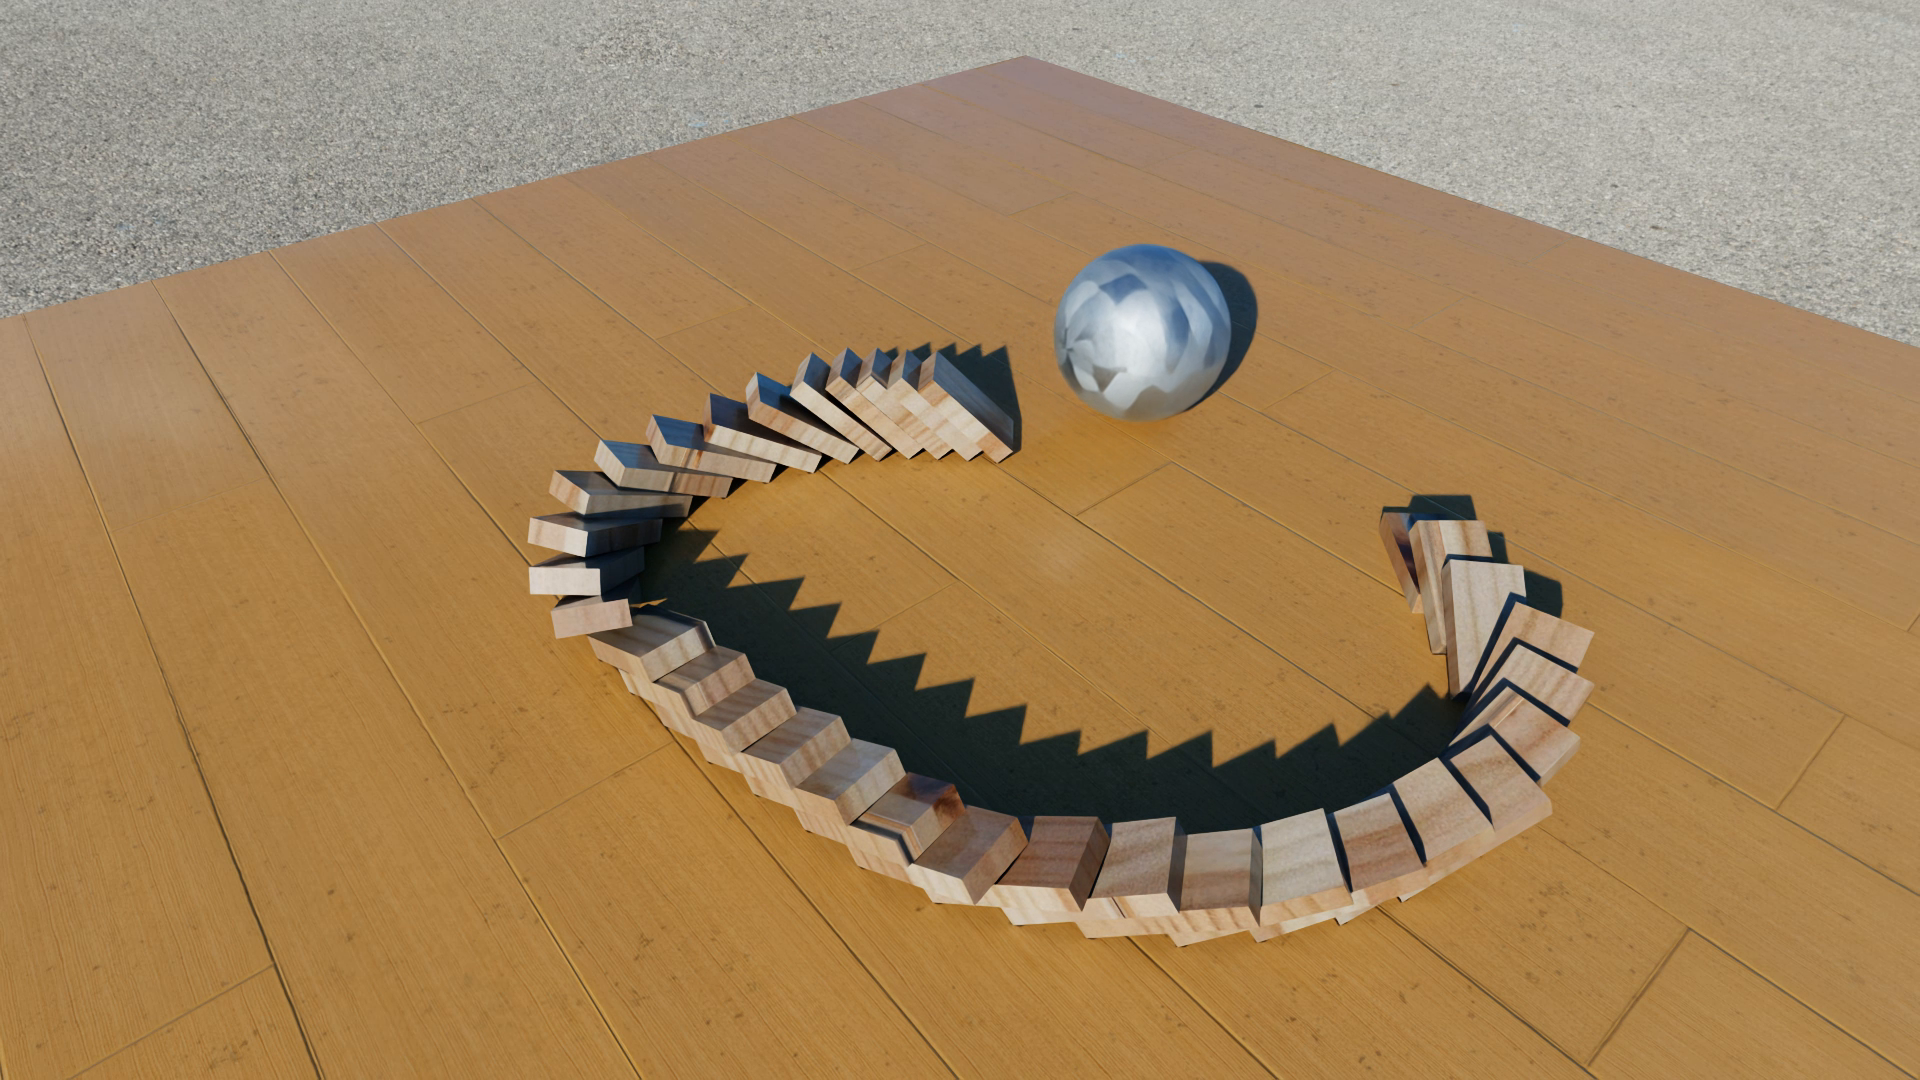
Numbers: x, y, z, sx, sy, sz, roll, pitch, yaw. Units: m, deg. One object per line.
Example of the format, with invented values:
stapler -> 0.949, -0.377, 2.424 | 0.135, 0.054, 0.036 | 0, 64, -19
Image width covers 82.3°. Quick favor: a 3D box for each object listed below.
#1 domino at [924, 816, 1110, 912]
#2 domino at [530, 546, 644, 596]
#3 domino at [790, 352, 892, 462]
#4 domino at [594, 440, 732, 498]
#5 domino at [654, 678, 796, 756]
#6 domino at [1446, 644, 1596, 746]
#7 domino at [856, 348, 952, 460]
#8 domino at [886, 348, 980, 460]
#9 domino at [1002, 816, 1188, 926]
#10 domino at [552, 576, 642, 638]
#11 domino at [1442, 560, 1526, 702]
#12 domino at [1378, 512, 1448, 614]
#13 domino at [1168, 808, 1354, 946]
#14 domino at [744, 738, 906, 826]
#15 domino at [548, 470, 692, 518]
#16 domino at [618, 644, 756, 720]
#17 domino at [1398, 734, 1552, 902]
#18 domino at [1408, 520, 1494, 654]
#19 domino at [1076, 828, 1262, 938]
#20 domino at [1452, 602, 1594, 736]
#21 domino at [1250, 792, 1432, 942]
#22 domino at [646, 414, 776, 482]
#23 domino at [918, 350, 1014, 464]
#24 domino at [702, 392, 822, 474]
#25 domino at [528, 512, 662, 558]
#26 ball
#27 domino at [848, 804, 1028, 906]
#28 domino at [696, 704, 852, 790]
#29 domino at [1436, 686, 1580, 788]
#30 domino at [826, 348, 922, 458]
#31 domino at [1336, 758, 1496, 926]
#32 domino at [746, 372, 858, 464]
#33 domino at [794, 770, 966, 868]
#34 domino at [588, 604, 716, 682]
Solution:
domino -> 0.015, 0.092, 0.314 | 0.050, 0.009, 0.025 | -9, 31, 35
domino -> -0.138, 0.011, 0.411 | 0.025, 0.009, 0.050 | 1, 9, 1
domino -> -0.051, -0.059, 0.491 | 0.050, 0.010, 0.025 | 37, 33, -23
domino -> -0.124, -0.030, 0.461 | 0.050, 0.010, 0.025 | 4, 27, -45
domino -> -0.078, 0.055, 0.360 | 0.025, 0.010, 0.050 | -32, 23, -32
domino -> 0.176, 0.061, 0.351 | 0.025, 0.010, 0.050 | 33, 78, 33
domino -> -0.023, -0.061, 0.492 | 0.010, 0.050, 0.025 | -36, 28, 28
domino -> -0.010, -0.060, 0.491 | 0.010, 0.050, 0.025 | -36, 29, 28
domino -> 0.038, 0.094, 0.311 | 0.050, 0.010, 0.025 | -14, 32, 27
domino -> -0.129, 0.024, 0.395 | 0.025, 0.009, 0.050 | -9, 9, -11
domino -> 0.186, 0.032, 0.388 | 0.025, 0.010, 0.050 | 5, 64, 6
domino -> 0.185, 0.009, 0.433 | 0.025, 0.010, 0.050 | 1, 39, 2
domino -> 0.082, 0.095, 0.310 | 0.050, 0.009, 0.025 | -21, 36, 18
domino -> -0.043, 0.072, 0.339 | 0.050, 0.010, 0.025 | 2, 30, 47
domino -> -0.137, -0.019, 0.447 | 0.025, 0.010, 0.050 | 29, 18, 32
domino -> -0.093, 0.045, 0.372 | 0.025, 0.010, 0.050 | -32, 23, -32
domino -> 0.144, 0.082, 0.326 | 0.050, 0.010, 0.025 | -33, 43, 4
domino -> 0.185, 0.017, 0.407 | 0.025, 0.010, 0.050 | 0, 63, 1
domino -> 0.058, 0.096, 0.308 | 0.050, 0.010, 0.025 | -14, 33, 27
domino -> 0.187, 0.048, 0.366 | 0.025, 0.010, 0.050 | 25, 75, 27
domino -> 0.103, 0.093, 0.312 | 0.050, 0.009, 0.025 | -24, 37, 14
domino -> -0.107, -0.039, 0.473 | 0.050, 0.010, 0.025 | 9, 30, -37
domino -> 0.003, -0.059, 0.490 | 0.009, 0.050, 0.025 | -36, 29, 28
domino -> -0.087, -0.047, 0.483 | 0.050, 0.010, 0.025 | 16, 33, -26
domino -> -0.141, -0.004, 0.429 | 0.025, 0.010, 0.050 | 13, 10, 15
ball -> 0.083, -0.094, 0.502 | 0.080, 0.080, 0.080 | 0, 39, 0
domino -> -0.007, 0.088, 0.319 | 0.050, 0.010, 0.025 | 0, 31, 46
domino -> -0.060, 0.063, 0.349 | 0.050, 0.010, 0.025 | 3, 30, 47
domino -> 0.162, 0.072, 0.338 | 0.050, 0.010, 0.025 | -43, 50, -5
domino -> -0.037, -0.061, 0.492 | 0.010, 0.050, 0.025 | -36, 29, 28
domino -> 0.125, 0.087, 0.319 | 0.050, 0.009, 0.025 | -31, 42, 6
domino -> -0.070, -0.054, 0.487 | 0.050, 0.010, 0.025 | 24, 29, -30
domino -> -0.025, 0.080, 0.329 | 0.050, 0.009, 0.025 | 2, 31, 47
domino -> -0.108, 0.035, 0.384 | 0.025, 0.010, 0.050 | -30, 22, -32
